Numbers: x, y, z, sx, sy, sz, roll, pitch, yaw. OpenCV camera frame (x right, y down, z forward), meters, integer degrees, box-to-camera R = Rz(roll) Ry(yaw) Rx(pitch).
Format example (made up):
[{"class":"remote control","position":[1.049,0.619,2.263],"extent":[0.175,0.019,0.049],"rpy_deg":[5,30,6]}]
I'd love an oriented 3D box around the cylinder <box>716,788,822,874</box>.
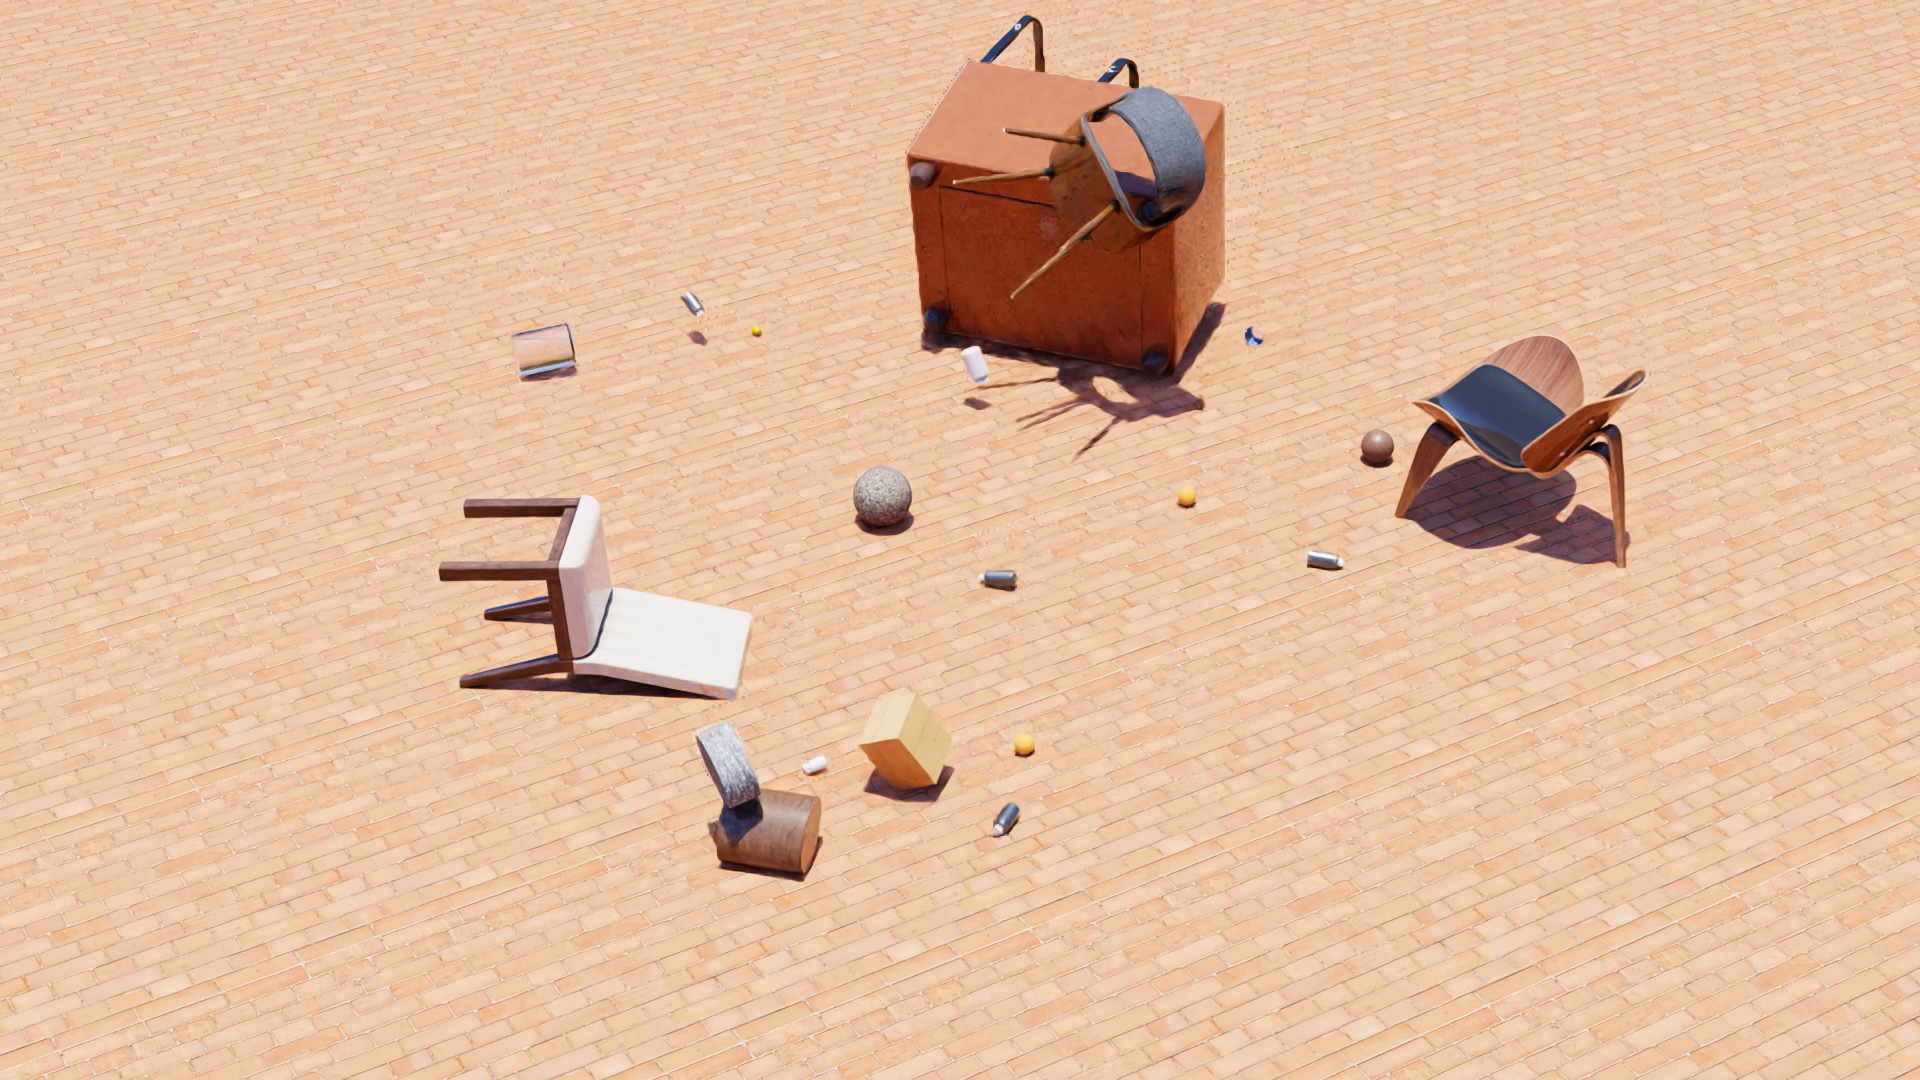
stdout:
[{"class":"cylinder","position":[-0.610,0.921,9.355],"extent":[0.282,0.180,0.252],"rpy_deg":[8,72,12]}]

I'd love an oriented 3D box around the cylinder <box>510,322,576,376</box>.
[{"class":"cylinder","position":[-1.697,-0.776,11.945],"extent":[0.230,0.178,0.169],"rpy_deg":[-13,42,-12]}]

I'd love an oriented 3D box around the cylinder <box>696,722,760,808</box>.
[{"class":"cylinder","position":[-0.733,0.709,9.262],"extent":[0.106,0.243,0.268],"rpy_deg":[-24,48,-12]}]

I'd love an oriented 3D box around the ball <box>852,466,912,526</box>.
[{"class":"ball","position":[-0.290,-0.165,10.992],"extent":[0.223,0.223,0.223],"rpy_deg":[0,33,0]}]

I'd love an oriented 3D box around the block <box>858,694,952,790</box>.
[{"class":"block","position":[-0.178,0.665,9.640],"extent":[0.165,0.236,0.193],"rpy_deg":[-13,39,35]}]

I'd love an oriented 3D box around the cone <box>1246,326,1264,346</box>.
[{"class":"cone","position":[1.216,-0.841,12.194],"extent":[0.082,0.040,0.096],"rpy_deg":[35,64,-7]}]
